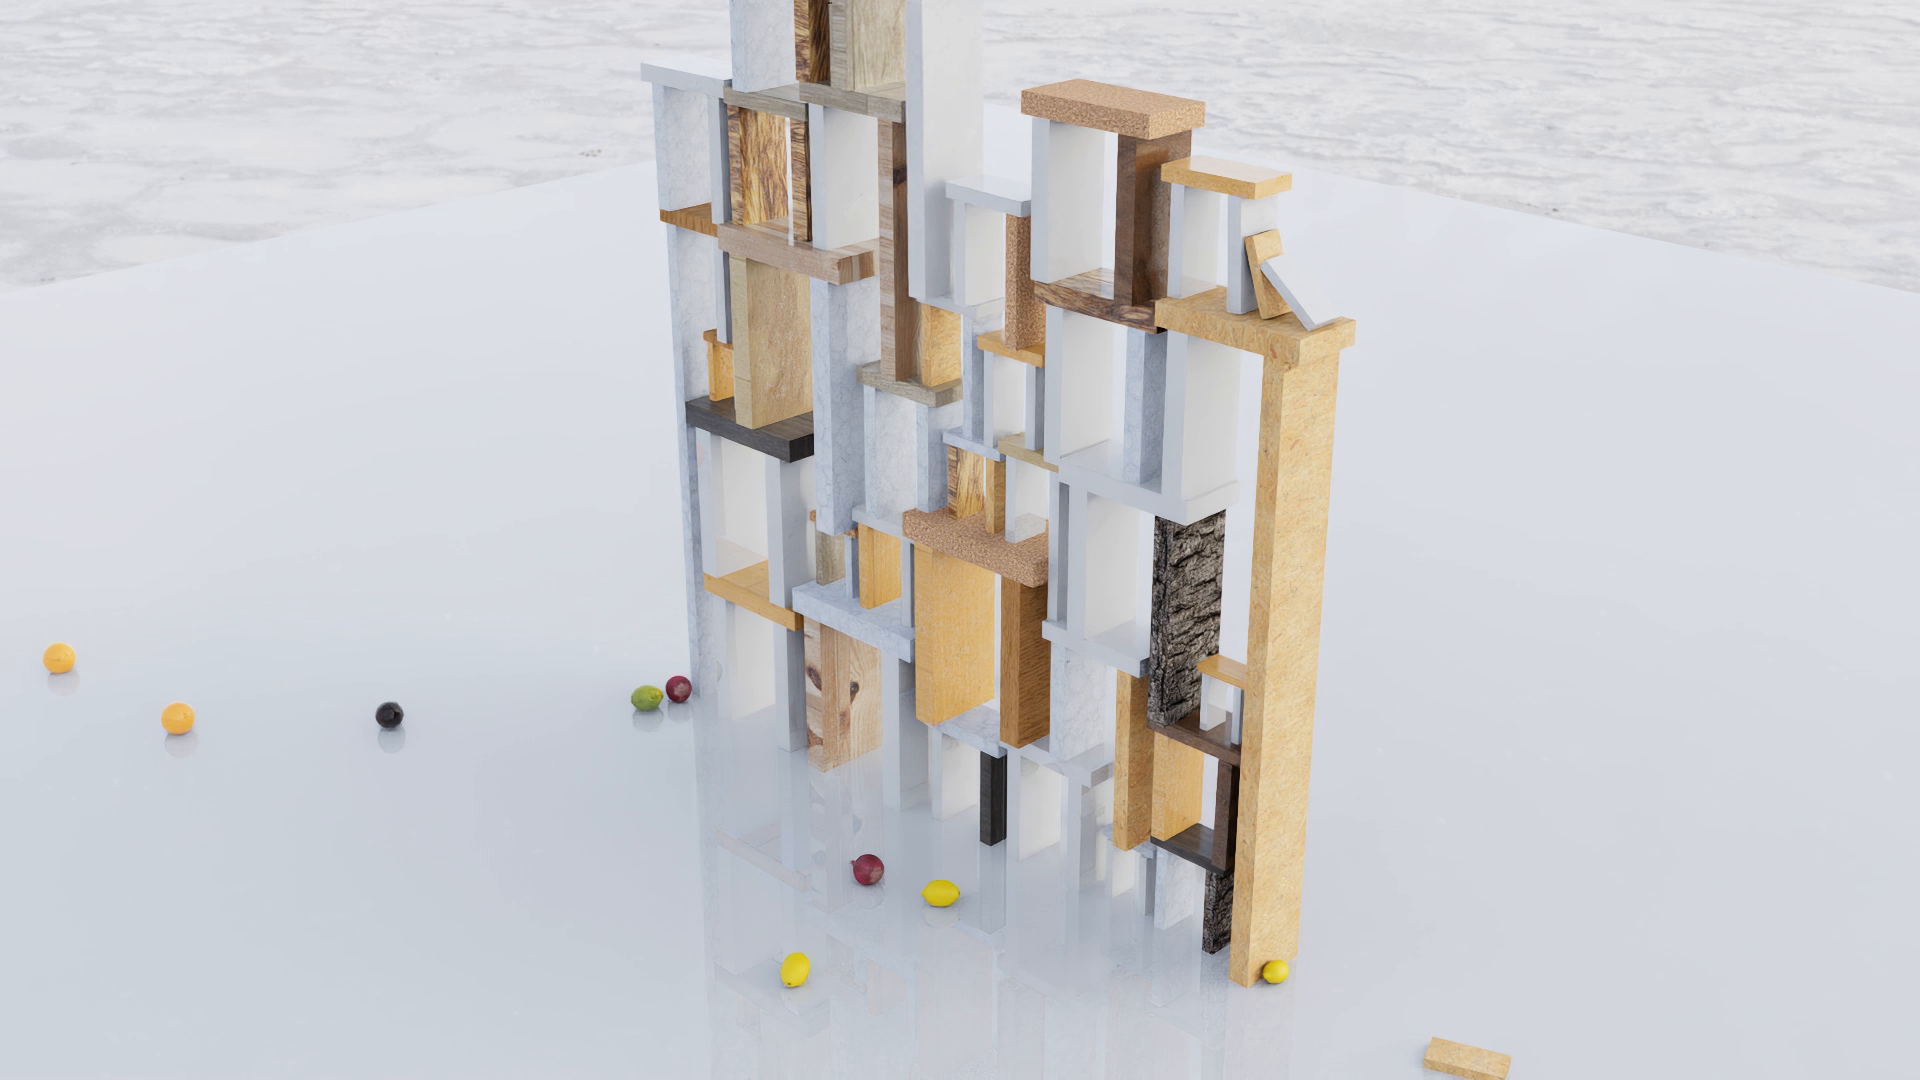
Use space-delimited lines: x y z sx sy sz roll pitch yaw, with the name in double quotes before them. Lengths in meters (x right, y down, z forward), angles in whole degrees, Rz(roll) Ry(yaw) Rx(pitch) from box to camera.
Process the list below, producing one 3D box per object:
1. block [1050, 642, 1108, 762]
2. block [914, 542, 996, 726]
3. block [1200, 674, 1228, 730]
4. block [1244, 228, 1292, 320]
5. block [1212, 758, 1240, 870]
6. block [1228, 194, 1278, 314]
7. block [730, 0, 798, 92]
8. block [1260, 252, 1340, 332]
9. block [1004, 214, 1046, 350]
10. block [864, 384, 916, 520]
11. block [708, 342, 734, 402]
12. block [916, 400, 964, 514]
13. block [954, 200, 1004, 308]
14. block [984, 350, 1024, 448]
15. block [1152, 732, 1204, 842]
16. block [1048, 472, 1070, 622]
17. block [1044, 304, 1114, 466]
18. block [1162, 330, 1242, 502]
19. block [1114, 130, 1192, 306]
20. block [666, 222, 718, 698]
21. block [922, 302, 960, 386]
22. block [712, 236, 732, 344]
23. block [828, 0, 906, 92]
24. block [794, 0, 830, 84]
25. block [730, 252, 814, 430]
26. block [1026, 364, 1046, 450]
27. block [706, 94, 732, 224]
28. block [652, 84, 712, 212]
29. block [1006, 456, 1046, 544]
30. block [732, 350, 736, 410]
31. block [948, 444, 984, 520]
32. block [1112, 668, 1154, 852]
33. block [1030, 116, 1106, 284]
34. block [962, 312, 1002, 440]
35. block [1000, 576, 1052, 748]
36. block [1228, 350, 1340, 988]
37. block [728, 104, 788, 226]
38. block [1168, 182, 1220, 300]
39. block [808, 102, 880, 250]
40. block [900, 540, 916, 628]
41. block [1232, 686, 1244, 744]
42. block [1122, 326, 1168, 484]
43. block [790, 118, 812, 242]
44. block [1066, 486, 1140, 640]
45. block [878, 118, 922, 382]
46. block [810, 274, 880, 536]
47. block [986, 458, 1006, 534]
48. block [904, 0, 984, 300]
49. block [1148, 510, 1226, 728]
"block" 0.221 0.283 4.097 0.119 0.238 0.034 -21 31 -40
"block" -0.009 0.160 4.301 0.171 0.380 0.049 -21 31 -41
"block" 0.445 0.275 3.853 0.015 0.108 0.054 21 31 40
"block" 0.494 -0.424 3.504 0.066 0.132 0.019 -22 12 -41
"block" 0.497 0.468 3.887 0.107 0.213 0.030 -21 31 -40
"block" 0.469 -0.465 3.525 0.027 0.190 0.095 17 28 42
"block" -0.372 -1.029 4.189 0.040 0.327 0.141 21 31 40
"block" 0.537 -0.392 3.471 0.066 0.019 0.132 -22 70 -41
"block" 0.124 -0.465 3.885 0.097 0.246 0.027 -20 30 -39
"block" -0.136 -0.184 4.293 0.031 0.272 0.108 21 31 40
"block" -0.497 -0.360 4.610 0.064 0.128 0.018 -21 31 -41
"block" -0.033 -0.170 4.189 0.031 0.217 0.108 21 31 41
"block" 0.034 -0.525 3.958 0.097 0.194 0.027 -21 31 -40
"block" 0.080 -0.266 4.027 0.080 0.185 0.023 -21 31 -40
"block" 0.396 0.428 3.981 0.107 0.213 0.030 -21 31 -41
"block" 0.199 0.001 4.000 0.085 0.289 0.024 -20 30 -39
"block" 0.210 -0.287 3.878 0.039 0.290 0.137 21 31 40
"block" 0.406 -0.224 3.682 0.042 0.293 0.147 21 31 40
"block" 0.319 -0.542 3.646 0.040 0.282 0.141 21 31 40
"block" -0.554 -0.165 4.763 0.110 1.084 0.031 -21 31 -41
"block" -0.034 -0.373 4.108 0.022 0.158 0.079 21 31 40
"block" -0.448 -0.522 4.498 0.110 0.221 0.031 -21 31 -40
"block" -0.167 -0.979 3.990 0.043 0.302 0.151 21 31 40
"block" -0.241 -0.998 4.060 0.040 0.283 0.141 21 31 41
"block" -0.375 -0.421 4.456 0.051 0.359 0.180 21 31 41
"block" 0.154 -0.248 3.951 0.080 0.160 0.023 -21 31 -41
"block" -0.438 -0.765 4.381 0.036 0.257 0.128 21 31 40
"block" -0.560 -0.811 4.490 0.036 0.256 0.128 21 31 40
"block" 0.122 -0.086 4.052 0.024 0.169 0.085 21 31 40
"block" -0.438 -0.337 4.554 0.064 0.128 0.018 -21 31 -41
"block" 0.012 -0.119 4.158 0.074 0.148 0.021 -21 31 -41
"block" 0.336 0.385 4.023 0.119 0.367 0.034 -21 31 -39
"block" 0.185 -0.594 3.769 0.040 0.282 0.141 21 31 41
"block" 0.042 -0.307 4.055 0.079 0.238 0.022 -21 31 -40
"block" 0.153 0.206 4.145 0.049 0.343 0.171 21 31 41
"block" 0.545 0.231 3.725 0.147 1.165 0.042 -21 31 -41
"block" -0.397 -0.748 4.336 0.034 0.237 0.118 21 31 41
"block" 0.384 -0.498 3.604 0.095 0.190 0.027 -21 31 -41
"block" -0.218 -0.699 4.170 0.039 0.275 0.138 21 31 41
"block" -0.074 0.073 4.336 0.026 0.183 0.091 21 31 41
"block" 0.494 0.295 3.805 0.015 0.108 0.054 21 31 40
"block" 0.341 -0.245 3.755 0.039 0.274 0.137 21 31 40
"block" -0.274 -0.703 4.230 0.034 0.237 0.118 15 27 31
"block" 0.259 0.022 3.950 0.144 0.289 0.041 -21 31 -40
"block" -0.087 -0.548 4.093 0.039 0.493 0.138 21 31 41
"block" -0.205 -0.279 4.332 0.051 0.522 0.180 21 31 40
"block" 0.081 -0.092 4.094 0.021 0.148 0.074 21 31 41
"block" -0.027 -0.762 3.930 0.043 0.654 0.151 21 31 40
"block" 0.396 0.124 3.846 0.041 0.393 0.144 21 31 40
